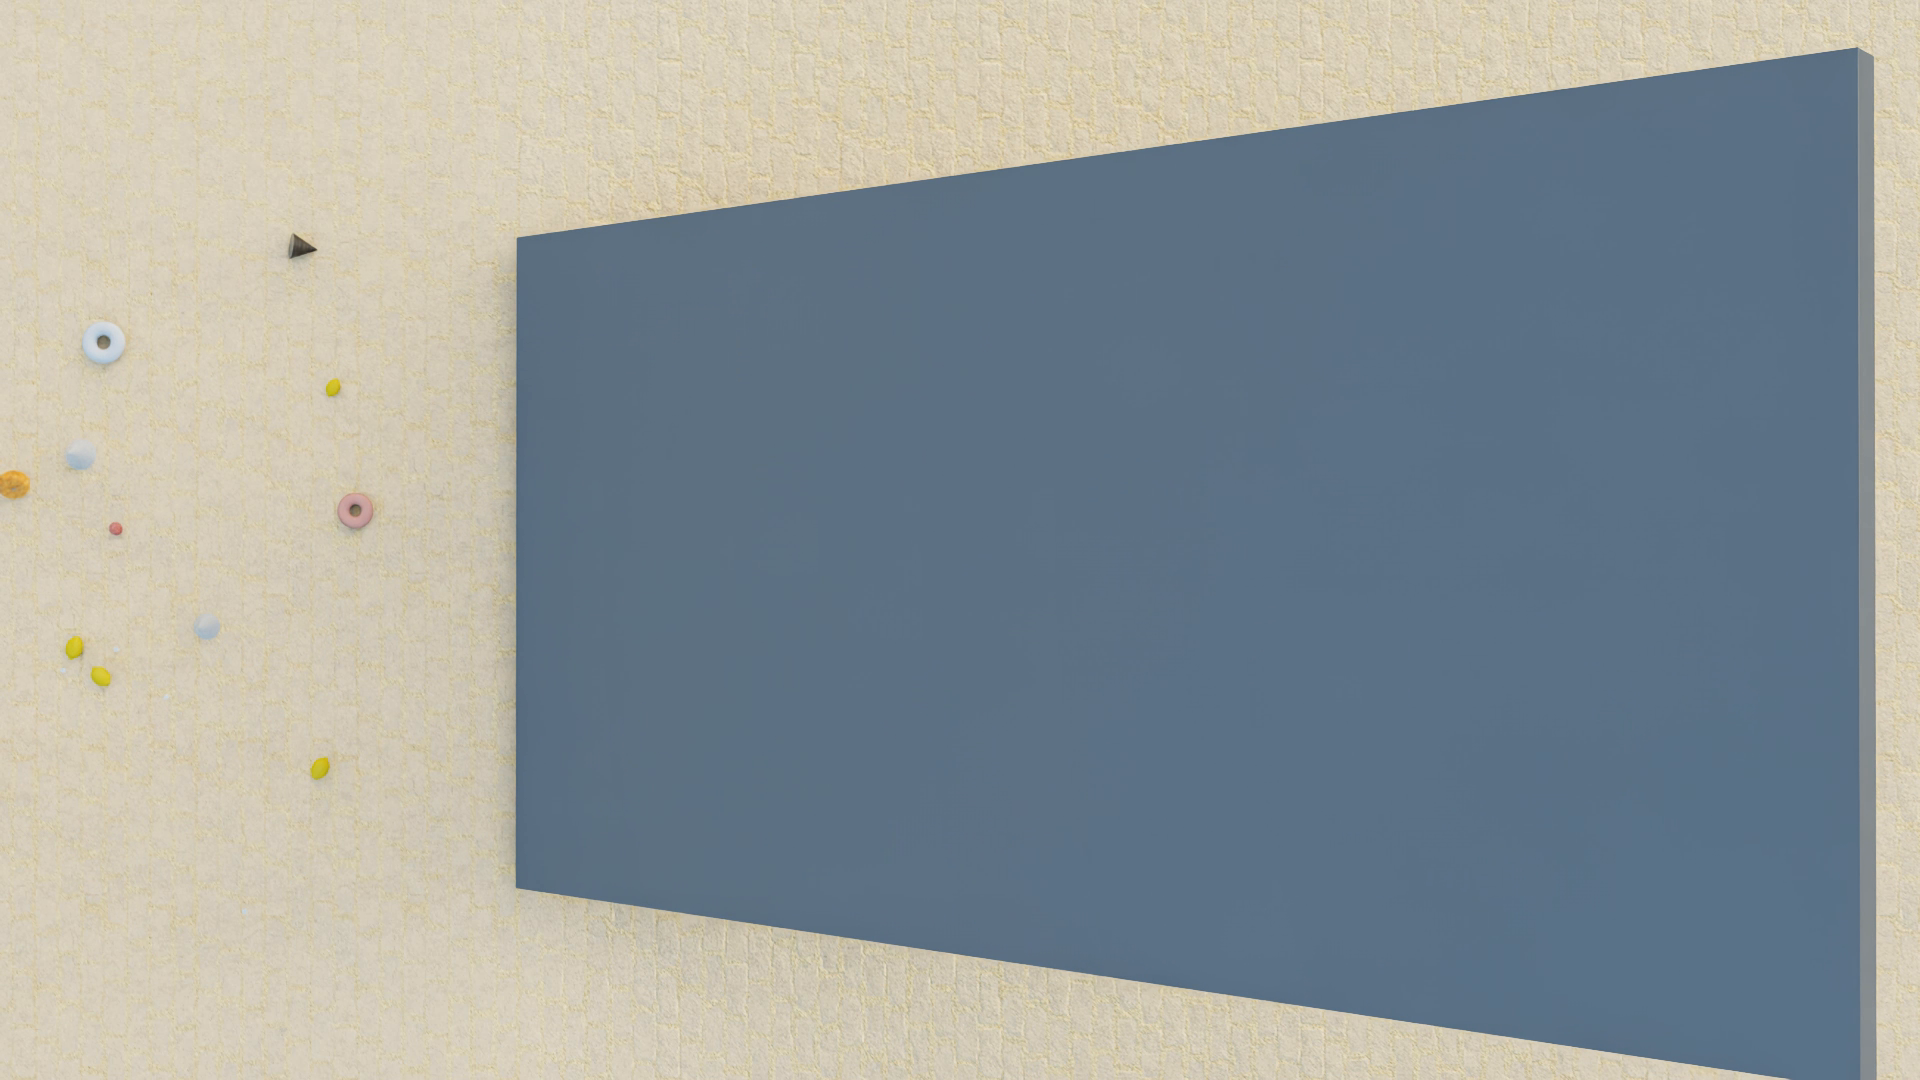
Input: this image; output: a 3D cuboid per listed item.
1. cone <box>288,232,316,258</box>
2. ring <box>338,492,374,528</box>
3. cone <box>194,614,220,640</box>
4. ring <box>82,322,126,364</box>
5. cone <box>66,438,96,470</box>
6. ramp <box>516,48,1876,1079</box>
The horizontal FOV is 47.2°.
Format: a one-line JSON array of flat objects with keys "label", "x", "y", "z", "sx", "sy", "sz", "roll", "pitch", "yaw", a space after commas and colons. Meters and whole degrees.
[{"label": "cone", "x": -2.034, "y": -0.906, "z": 6.824, "sx": 0.082, "sy": 0.082, "sz": 0.082, "roll": 6, "pitch": 90, "yaw": -26}, {"label": "ring", "x": -1.875, "y": -0.090, "z": 6.819, "sx": 0.112, "sy": 0.037, "sz": 0.112, "roll": 0, "pitch": 89, "yaw": 1}, {"label": "cone", "x": -2.341, "y": 0.268, "z": 6.794, "sx": 0.082, "sy": 0.082, "sz": 0.082, "roll": 0, "pitch": 90, "yaw": 0}, {"label": "ring", "x": -2.655, "y": -0.613, "z": 6.819, "sx": 0.132, "sy": 0.044, "sz": 0.132, "roll": 0, "pitch": 88, "yaw": 0}, {"label": "cone", "x": -2.735, "y": -0.266, "z": 6.790, "sx": 0.097, "sy": 0.097, "sz": 0.097, "roll": 0, "pitch": 90, "yaw": 0}, {"label": "ramp", "x": 0.212, "y": 0.062, "z": 5.527, "sx": 4.000, "sy": 0.100, "sz": 2.000, "roll": 0, "pitch": 90, "yaw": 39}]
